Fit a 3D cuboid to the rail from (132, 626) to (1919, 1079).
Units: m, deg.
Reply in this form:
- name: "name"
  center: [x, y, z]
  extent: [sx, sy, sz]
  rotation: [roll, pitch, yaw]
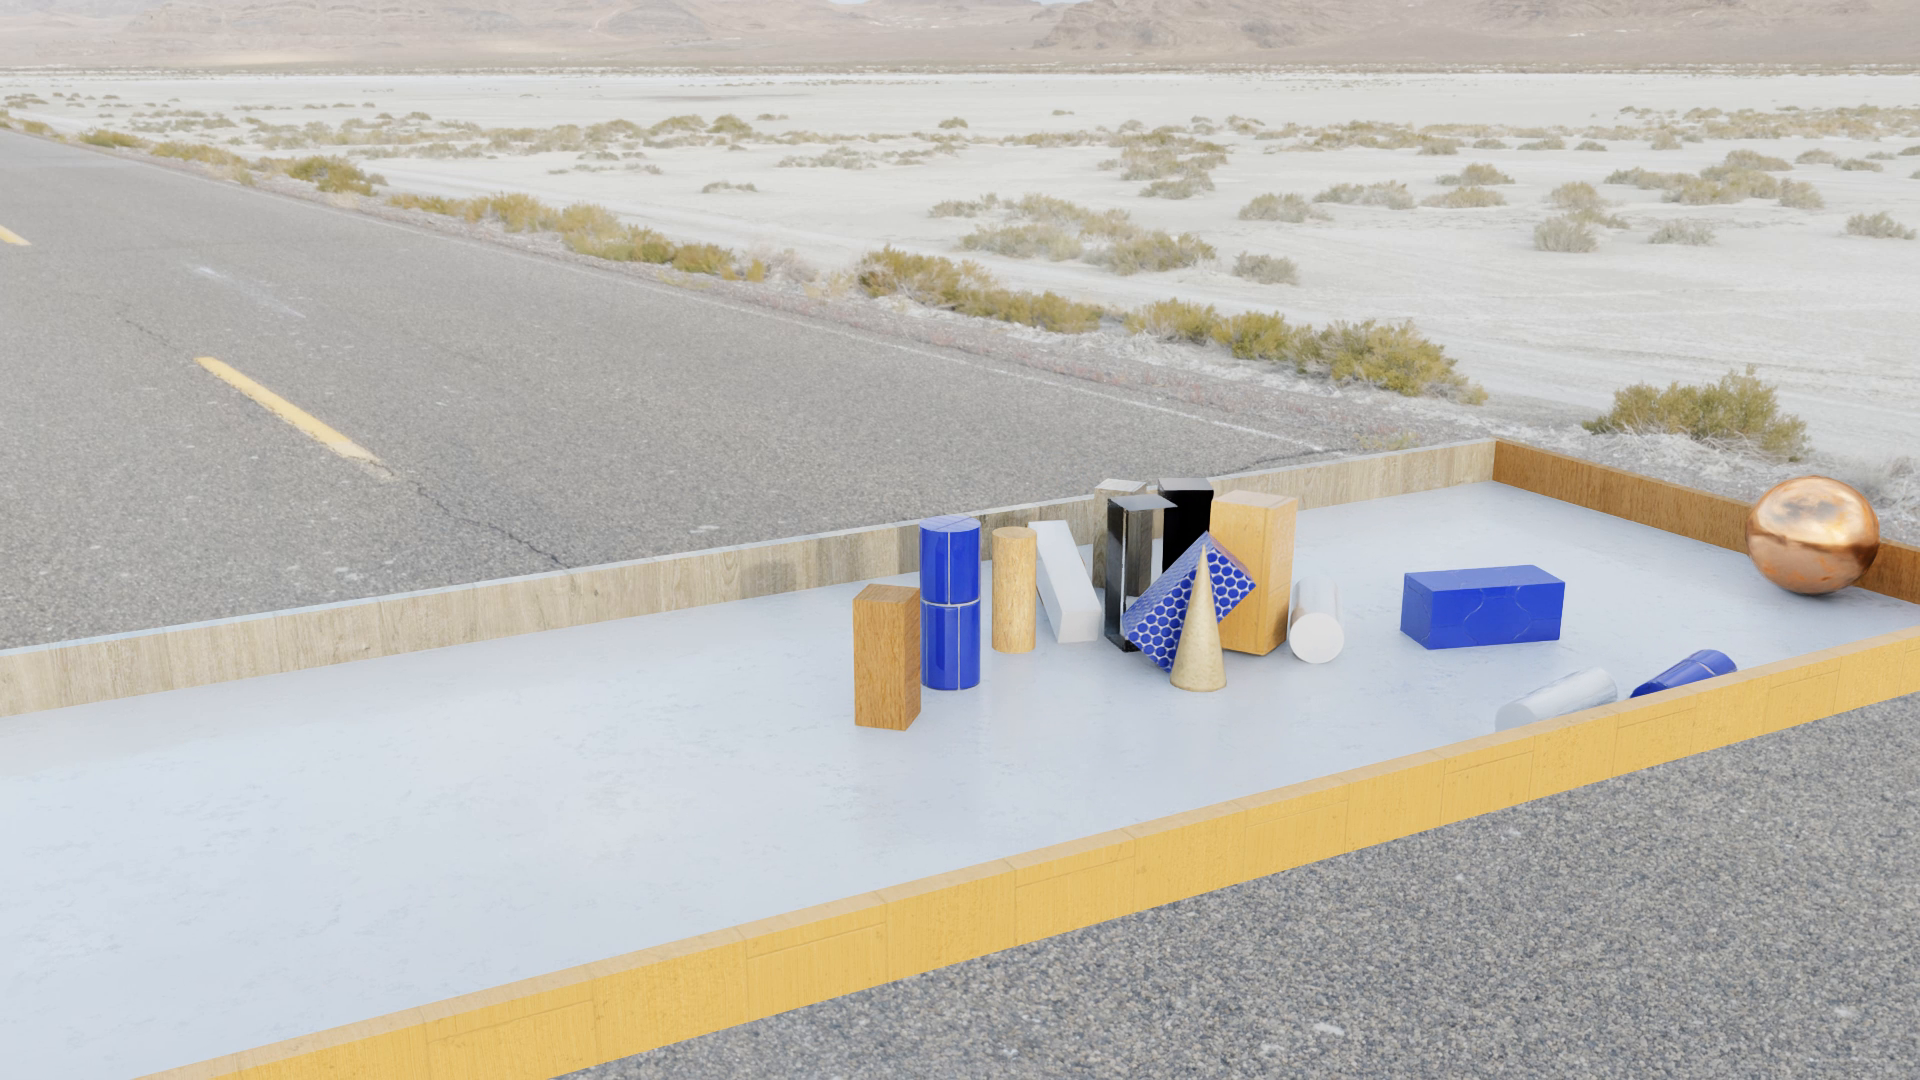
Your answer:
- name: "rail"
  center: [-2.336, 1.006, 1.665]
  extent: [12.000, 0.150, 0.050]
  rotation: [-9, 18, -27]

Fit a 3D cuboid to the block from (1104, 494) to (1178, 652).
- name: "block"
  center: [0.479, 0.086, 4.375]
  extent: [0.141, 0.387, 0.141]
  rotation: [-5, 17, -17]

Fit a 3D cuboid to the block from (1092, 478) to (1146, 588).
- name: "block"
  center: [0.471, -0.015, 4.870]
  extent: [0.121, 0.303, 0.121]
  rotation: [7, 18, 22]

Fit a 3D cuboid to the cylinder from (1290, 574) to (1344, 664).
- name: "cylinder"
  center: [0.952, 0.208, 4.403]
  extent: [0.139, 0.139, 0.328]
  rotation: [3, 17, 11]

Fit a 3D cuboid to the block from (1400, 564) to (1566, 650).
- name: "block"
  center: [1.409, 0.179, 4.455]
  extent: [0.382, 0.163, 0.163]
  rotation: [-3, 17, -11]

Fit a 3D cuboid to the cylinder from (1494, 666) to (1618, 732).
- name: "cylinder"
  center: [1.384, 0.390, 3.821]
  extent: [0.342, 0.117, 0.117]
  rotation: [-14, 21, -39]

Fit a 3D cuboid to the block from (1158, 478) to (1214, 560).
- name: "block"
  center: [0.617, 0.031, 4.565]
  extent: [0.134, 0.385, 0.134]
  rotation: [0, 16, -1]

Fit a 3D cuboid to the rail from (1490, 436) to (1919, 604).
- name: "rail"
  center: [2.466, -0.048, 5.253]
  extent: [0.050, 0.150, 2.100]
  rotation: [-9, 18, -27]

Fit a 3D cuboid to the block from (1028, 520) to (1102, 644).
- name: "block"
  center: [0.281, 0.110, 4.546]
  extent: [0.108, 0.108, 0.400]
  rotation: [-3, 38, -11]

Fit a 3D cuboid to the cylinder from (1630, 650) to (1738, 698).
- name: "cylinder"
  center: [1.713, 0.360, 3.897]
  extent: [0.315, 0.132, 0.132]
  rotation: [-16, 23, -43]

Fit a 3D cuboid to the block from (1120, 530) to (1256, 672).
- name: "block"
  center: [0.581, 0.157, 4.222]
  extent: [0.150, 0.319, 0.150]
  rotation: [41, 13, -10]

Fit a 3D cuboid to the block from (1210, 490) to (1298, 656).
- name: "block"
  center: [0.766, 0.083, 4.364]
  extent: [0.173, 0.390, 0.173]
  rotation: [10, 15, 29]

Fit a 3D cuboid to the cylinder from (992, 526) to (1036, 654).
- name: "cylinder"
  center: [0.142, 0.131, 4.350]
  extent: [0.117, 0.314, 0.117]
  rotation: [0, 16, 0]

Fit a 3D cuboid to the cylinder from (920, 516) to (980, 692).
- name: "cylinder"
  center: [-0.024, 0.157, 4.093]
  extent: [0.152, 0.410, 0.152]
  rotation: [0, 16, 0]

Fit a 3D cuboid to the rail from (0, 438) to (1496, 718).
- name: "rail"
  center: [-3.305, 0.497, 3.399]
  extent: [12.000, 0.150, 0.050]
  rotation: [-9, 18, -27]

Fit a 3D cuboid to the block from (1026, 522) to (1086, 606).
- name: "block"
  center: [0.279, 0.065, 4.919]
  extent: [0.120, 0.120, 0.440]
  rotation: [-1, 16, -4]

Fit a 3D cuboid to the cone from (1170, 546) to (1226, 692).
- name: "cone"
  center: [0.598, 0.180, 4.090]
  extent: [0.144, 0.368, 0.144]
  rotation: [0, 16, 0]

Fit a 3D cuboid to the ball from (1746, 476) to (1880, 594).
- name: "ball"
  center: [2.475, -0.014, 4.790]
  extent: [0.345, 0.345, 0.345]
  rotation: [0, 16, 0]

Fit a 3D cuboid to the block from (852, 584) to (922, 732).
- name: "block"
  center: [-0.170, 0.274, 3.870]
  extent: [0.124, 0.312, 0.124]
  rotation: [4, 17, 15]
